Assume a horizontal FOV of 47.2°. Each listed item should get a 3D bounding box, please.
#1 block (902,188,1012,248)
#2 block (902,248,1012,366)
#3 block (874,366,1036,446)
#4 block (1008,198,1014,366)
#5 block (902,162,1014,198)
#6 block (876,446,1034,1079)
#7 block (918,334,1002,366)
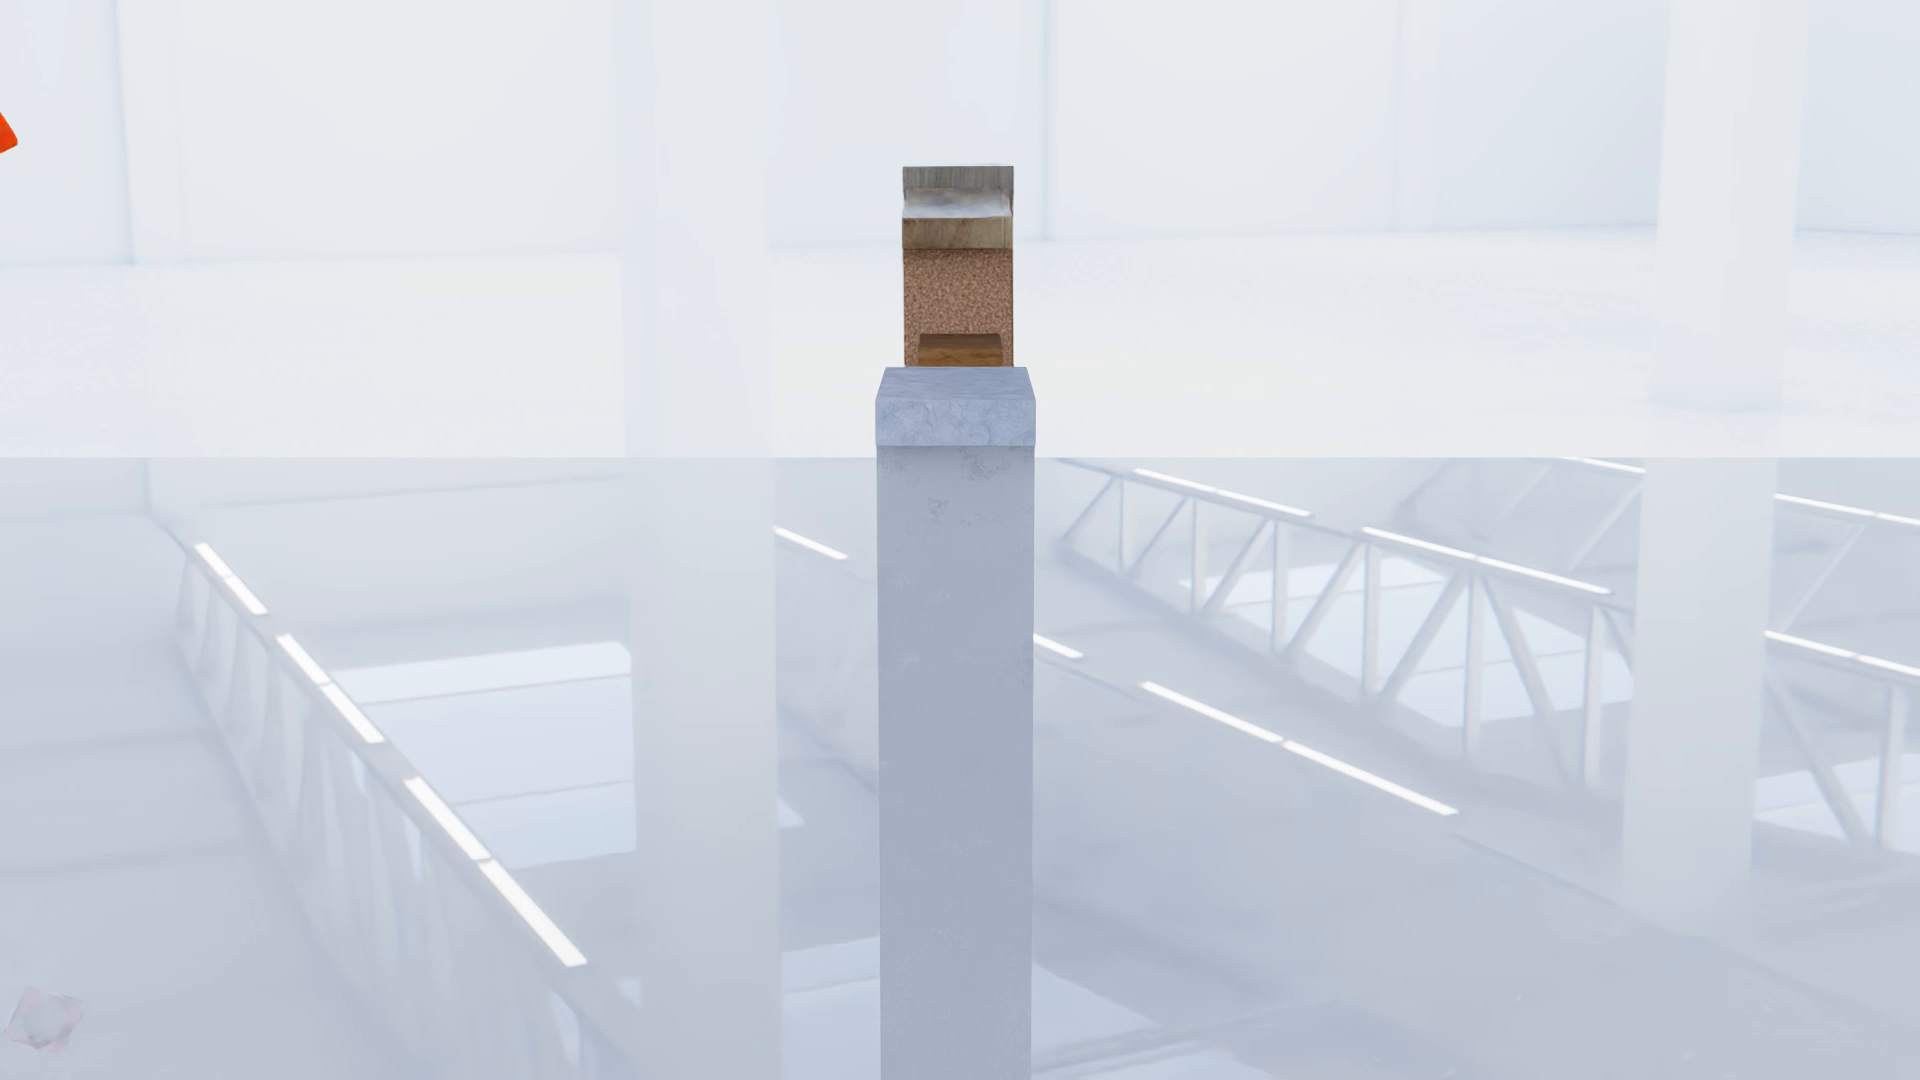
[{"bbox_3d":[-0.005,-0.496,3.372,0.161,0.046,0.321,0,17,0],"label":"block"},{"bbox_3d":[-0.003,-0.190,3.325,0.161,0.510,0.046,-1,11,-1],"label":"block"},{"bbox_3d":[-0.005,-0.159,2.556,0.175,0.049,0.349,0,11,0],"label":"block"},{"bbox_3d":[-0.002,-0.385,3.628,0.179,0.357,0.051,0,11,0],"label":"block"},{"bbox_3d":[-0.003,-0.608,3.707,0.179,0.051,0.357,0,11,0],"label":"block"},{"bbox_3d":[-0.005,0.337,2.530,0.175,0.914,0.049,0,11,0],"label":"block"},{"bbox_3d":[0.000,-0.259,3.040,0.113,0.032,0.226,0,11,0],"label":"block"}]
